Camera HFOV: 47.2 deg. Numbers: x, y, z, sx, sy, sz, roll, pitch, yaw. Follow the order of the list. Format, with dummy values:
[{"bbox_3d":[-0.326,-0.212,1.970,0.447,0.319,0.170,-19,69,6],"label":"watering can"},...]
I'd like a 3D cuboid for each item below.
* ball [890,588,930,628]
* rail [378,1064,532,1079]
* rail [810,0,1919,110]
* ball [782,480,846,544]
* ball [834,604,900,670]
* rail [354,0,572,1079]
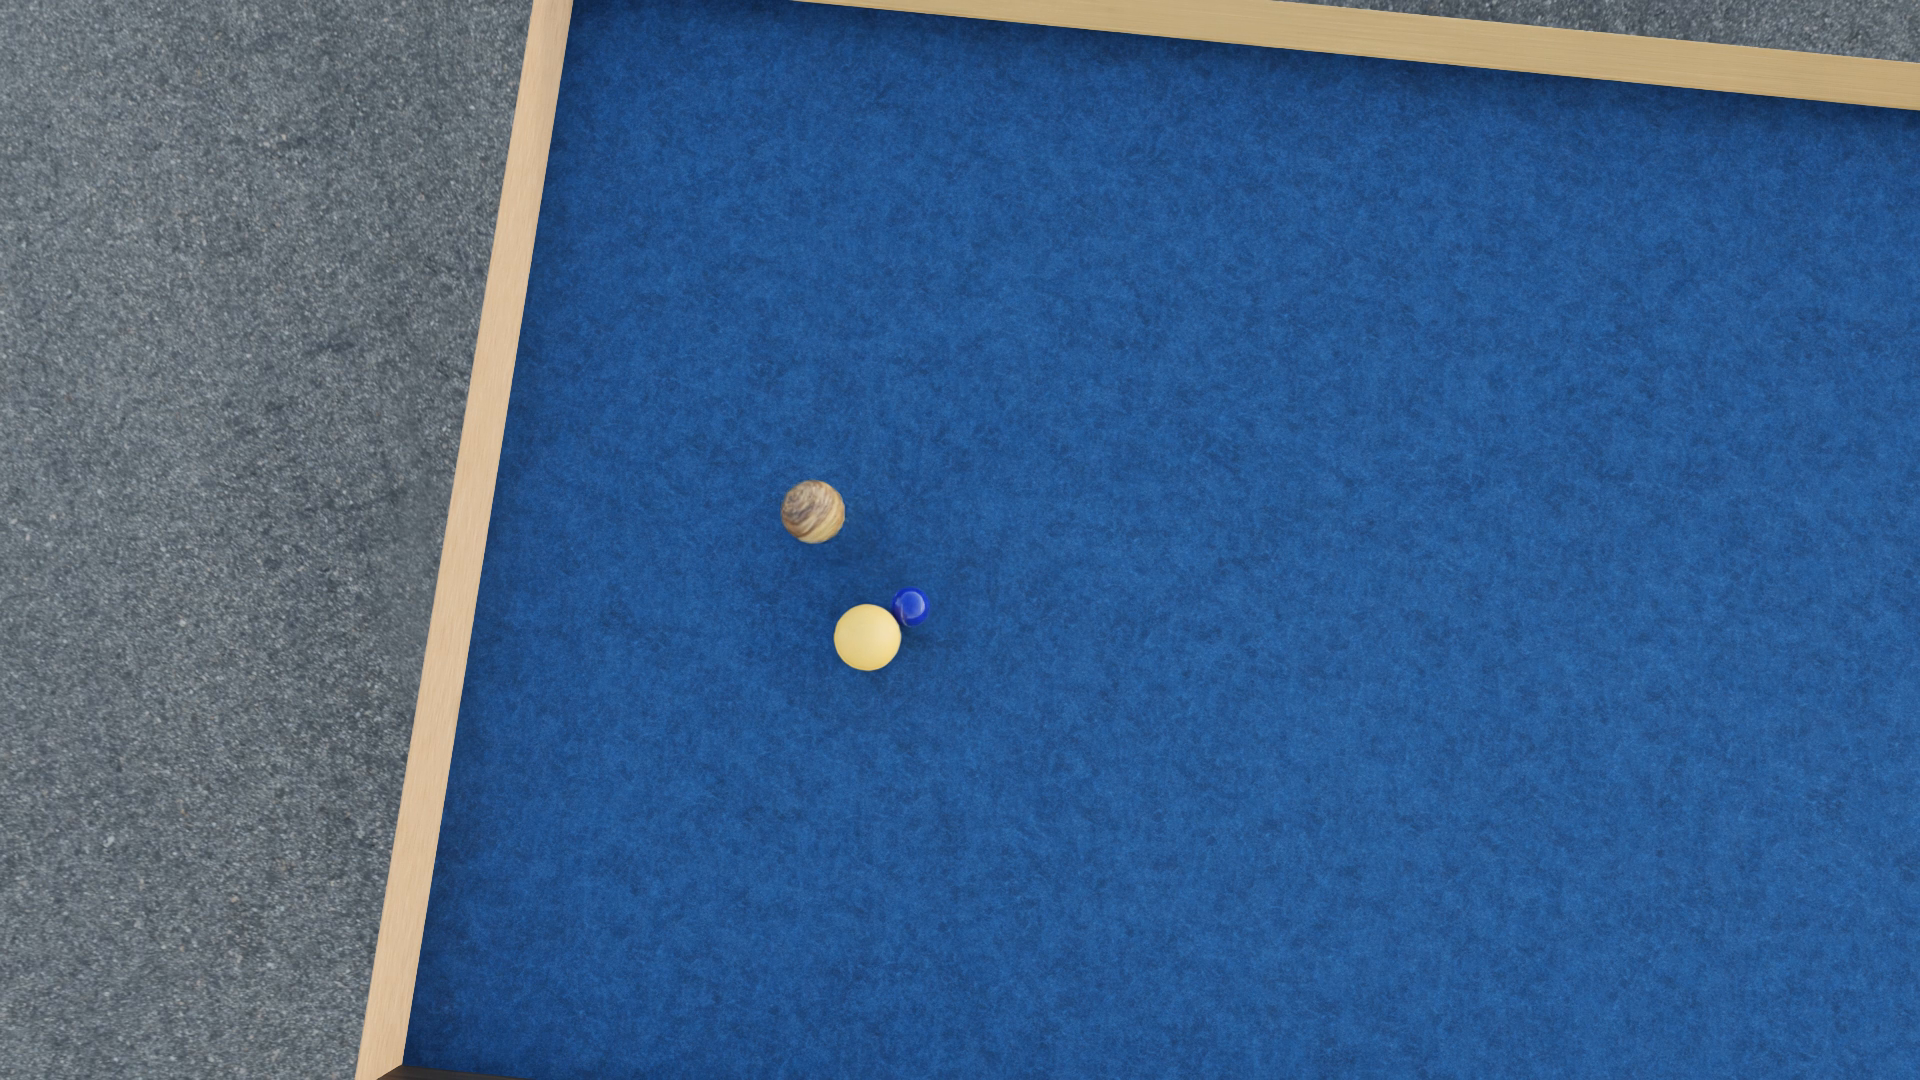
[{"bbox_3d":[-0.074,0.101,3.306,0.060,0.060,0.060,0,77,0],"label":"ball"},{"bbox_3d":[0.656,0.915,3.075,3.008,0.129,0.045,6,77,1],"label":"rail"},{"bbox_3d":[0.840,-0.768,3.478,3.008,0.129,0.045,6,77,1],"label":"rail"},{"bbox_3d":[-0.221,-0.042,3.322,0.096,0.096,0.096,0,77,0],"label":"ball"},{"bbox_3d":[-0.138,0.145,3.276,0.099,0.099,0.099,0,77,0],"label":"ball"},{"bbox_3d":[-0.724,-0.079,3.313,0.045,0.129,1.788,6,77,1],"label":"rail"}]
